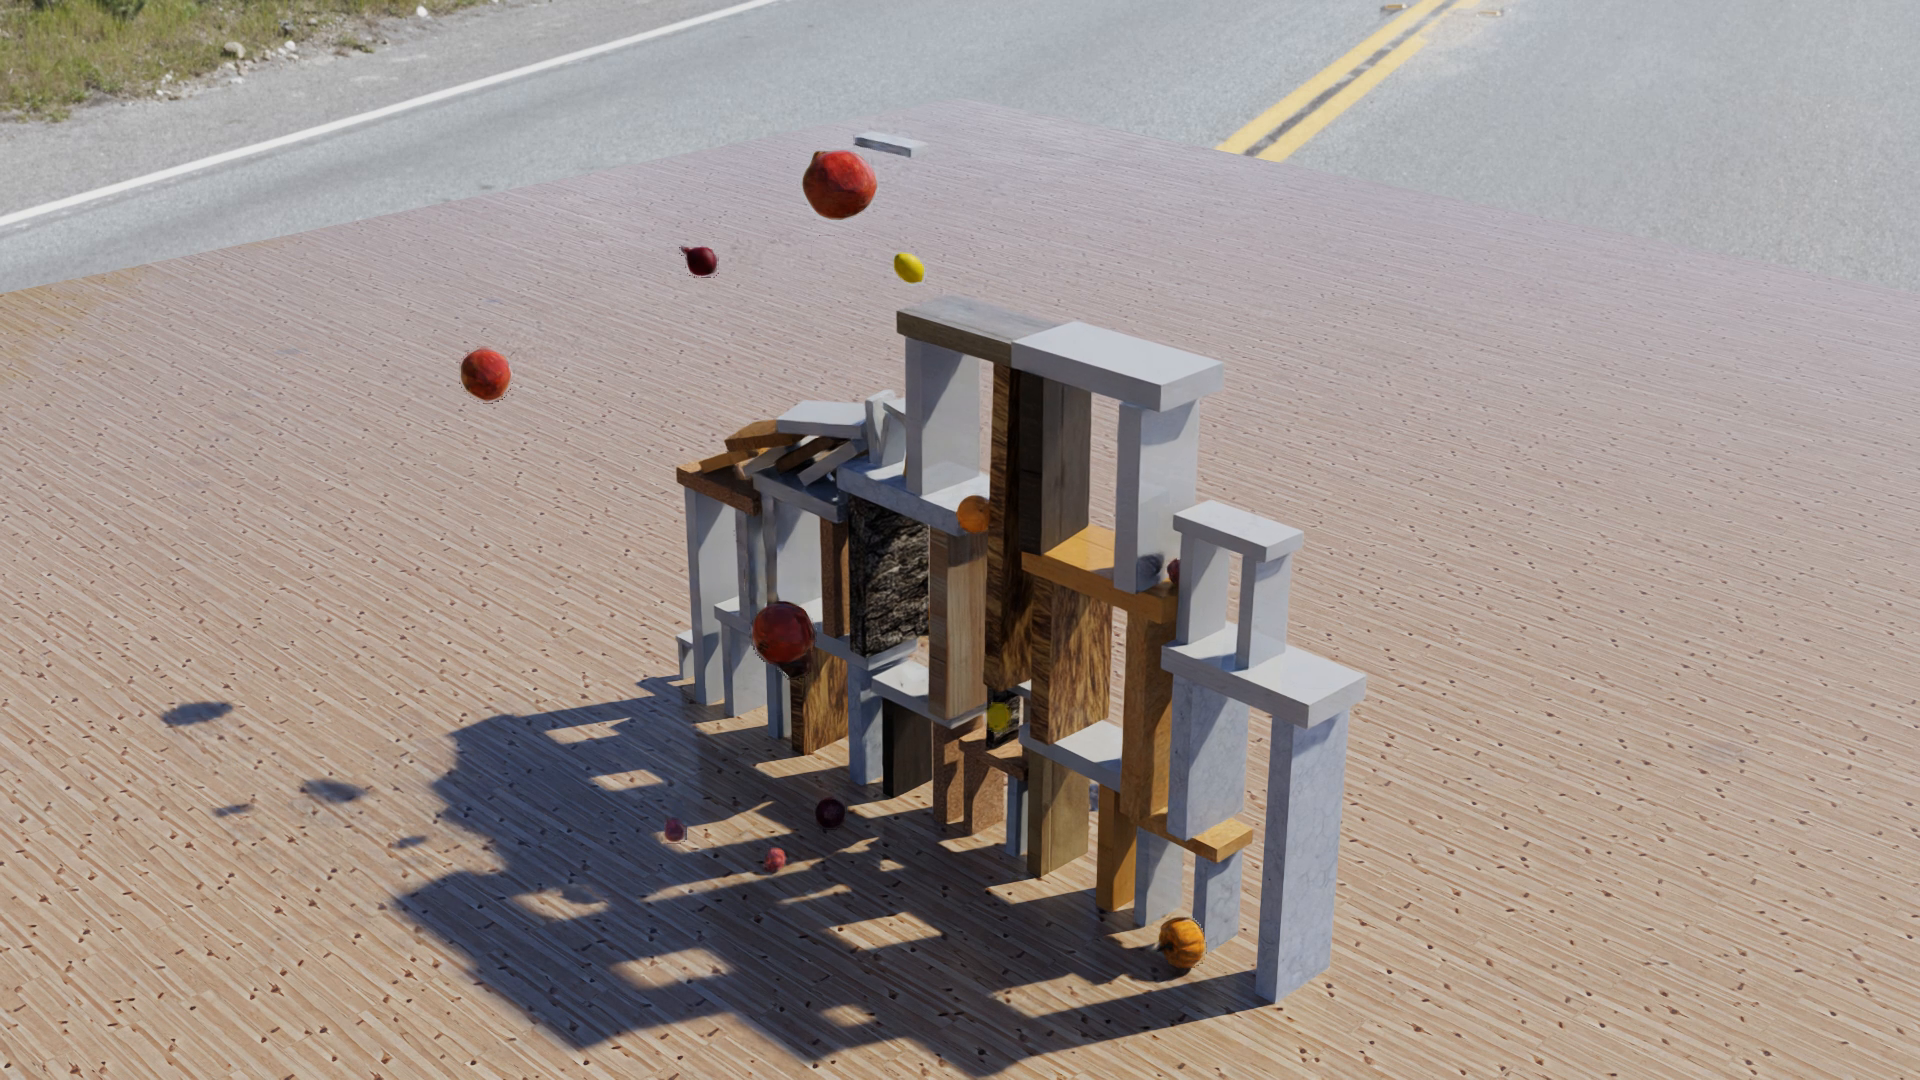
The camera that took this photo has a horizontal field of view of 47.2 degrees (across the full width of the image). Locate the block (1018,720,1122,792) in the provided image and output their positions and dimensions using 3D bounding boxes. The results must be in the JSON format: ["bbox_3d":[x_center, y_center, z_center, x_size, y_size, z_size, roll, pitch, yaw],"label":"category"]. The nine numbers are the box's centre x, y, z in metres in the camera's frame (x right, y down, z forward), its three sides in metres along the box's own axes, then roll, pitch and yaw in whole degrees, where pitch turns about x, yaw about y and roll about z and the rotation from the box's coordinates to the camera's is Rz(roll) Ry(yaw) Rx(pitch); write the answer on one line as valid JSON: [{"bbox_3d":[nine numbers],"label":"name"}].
[{"bbox_3d":[0.251,0.389,4.117,0.133,0.038,0.265,-20,30,-39],"label":"block"}]

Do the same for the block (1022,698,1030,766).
[{"bbox_3d":[0.152,0.357,4.220,0.072,0.143,0.020,-21,32,-41],"label":"block"}]

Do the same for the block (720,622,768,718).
[{"bbox_3d":[-0.468,0.269,4.842,0.112,0.223,0.032,-20,30,-40],"label":"block"}]

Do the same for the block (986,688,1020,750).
[{"bbox_3d":[0.085,0.330,4.281,0.020,0.143,0.072,22,31,40],"label":"block"}]

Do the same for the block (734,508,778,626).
[{"bbox_3d":[-0.411,0.040,4.680,0.130,0.260,0.037,-20,30,-39],"label":"block"}]

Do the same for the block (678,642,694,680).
[{"bbox_3d":[-0.618,0.268,5.011,0.013,0.092,0.046,21,31,41],"label":"block"}]

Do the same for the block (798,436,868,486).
[{"bbox_3d":[-0.231,-0.172,4.403,0.102,0.029,0.203,-33,3,-40],"label":"block"}]

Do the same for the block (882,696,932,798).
[{"bbox_3d":[-0.107,0.407,4.513,0.113,0.225,0.032,-21,31,-41],"label":"block"}]

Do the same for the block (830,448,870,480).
[{"bbox_3d":[-0.153,-0.185,4.422,0.228,0.019,0.067,-30,-8,17],"label":"block"}]

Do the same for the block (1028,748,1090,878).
[{"bbox_3d":[0.191,0.503,4.235,0.133,0.266,0.038,-21,31,-40],"label":"block"}]

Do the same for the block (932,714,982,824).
[{"bbox_3d":[-0.004,0.448,4.416,0.032,0.225,0.112,20,30,39],"label":"block"}]

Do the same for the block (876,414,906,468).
[{"bbox_3d":[-0.128,-0.199,4.272,0.058,0.115,0.016,-20,44,-39],"label":"block"}]

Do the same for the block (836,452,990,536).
[{"bbox_3d":[-0.061,-0.100,4.250,0.172,0.049,0.344,-21,30,-40],"label":"block"}]

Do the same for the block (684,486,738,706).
[{"bbox_3d":[-0.532,0.108,4.846,0.037,0.515,0.130,21,31,41],"label":"block"}]

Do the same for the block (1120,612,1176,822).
[{"bbox_3d":[0.367,0.293,3.957,0.167,0.403,0.047,-21,31,-40],"label":"block"}]

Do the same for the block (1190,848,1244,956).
[{"bbox_3d":[0.466,0.642,3.985,0.029,0.204,0.102,21,31,40],"label":"block"}]

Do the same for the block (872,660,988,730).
[{"bbox_3d":[-0.059,0.308,4.413,0.225,0.032,0.112,22,31,39],"label":"block"}]

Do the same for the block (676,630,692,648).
[{"bbox_3d":[-0.597,0.229,4.970,0.092,0.013,0.046,21,31,41],"label":"block"}]

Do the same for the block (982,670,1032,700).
[{"bbox_3d":[0.119,0.269,4.217,0.143,0.020,0.072,22,31,40],"label":"block"}]

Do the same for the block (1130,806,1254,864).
[{"bbox_3d":[0.418,0.516,3.983,0.102,0.029,0.204,-21,31,-40],"label":"block"}]

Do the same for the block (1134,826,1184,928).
[{"bbox_3d":[0.369,0.605,4.073,0.102,0.204,0.029,-21,31,-41],"label":"block"}]

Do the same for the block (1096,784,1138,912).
[{"bbox_3d":[0.316,0.552,4.121,0.038,0.266,0.133,21,31,41],"label":"block"}]

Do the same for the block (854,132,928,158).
[{"bbox_3d":[-0.139,-0.798,4.432,0.133,0.019,0.067,16,26,24],"label":"block"}]

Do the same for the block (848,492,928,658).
[{"bbox_3d":[-0.142,0.048,4.404,0.049,0.344,0.172,22,31,40],"label":"block"}]

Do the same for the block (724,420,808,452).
[{"bbox_3d":[-0.381,-0.218,4.483,0.190,0.027,0.095,-4,23,41],"label":"block"}]

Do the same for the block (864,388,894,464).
[{"bbox_3d":[-0.152,-0.221,4.298,0.019,0.133,0.067,14,30,34],"label":"block"}]

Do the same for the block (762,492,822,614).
[{"bbox_3d":[-0.348,0.010,4.601,0.131,0.261,0.037,-21,30,-41],"label":"block"}]

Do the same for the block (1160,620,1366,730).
[{"bbox_3d":[0.517,0.225,3.761,0.159,0.045,0.318,-21,31,-40],"label":"block"}]

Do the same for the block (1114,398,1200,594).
[{"bbox_3d":[0.339,-0.092,3.794,0.048,0.337,0.169,19,29,37],"label":"block"}]

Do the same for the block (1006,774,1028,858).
[{"bbox_3d":[0.131,0.524,4.299,0.088,0.176,0.025,-21,32,-41],"label":"block"}]

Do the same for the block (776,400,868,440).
[{"bbox_3d":[-0.253,-0.240,4.370,0.203,0.029,0.102,6,29,32],"label":"block"}]

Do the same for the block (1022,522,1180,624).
[{"bbox_3d":[0.288,0.055,3.942,0.167,0.047,0.333,-21,31,-41],"label":"block"}]

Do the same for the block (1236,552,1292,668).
[{"bbox_3d":[0.515,0.109,3.720,0.100,0.201,0.028,-20,30,-40],"label":"block"}]

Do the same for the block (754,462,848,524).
[{"bbox_3d":[-0.288,-0.104,4.487,0.130,0.037,0.261,-21,31,-40],"label":"block"}]

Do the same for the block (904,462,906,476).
[{"bbox_3d":[-0.075,-0.177,4.222,0.058,0.115,0.016,-21,44,-40],"label":"block"}]

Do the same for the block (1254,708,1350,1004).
[{"bbox_3d":[0.592,0.530,3.806,0.045,0.551,0.159,21,31,41],"label":"block"}]

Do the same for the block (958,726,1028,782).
[{"bbox_3d":[0.091,0.415,4.297,0.088,0.025,0.176,-21,32,-41],"label":"block"}]

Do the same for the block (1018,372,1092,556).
[{"bbox_3d":[0.171,-0.159,3.953,0.048,0.337,0.169,14,27,31],"label":"block"}]

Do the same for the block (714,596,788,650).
[{"bbox_3d":[-0.417,0.172,4.743,0.112,0.032,0.223,-20,30,-39],"label":"block"}]

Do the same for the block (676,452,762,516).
[{"bbox_3d":[-0.472,-0.121,4.681,0.130,0.037,0.260,-21,30,-40],"label":"block"}]

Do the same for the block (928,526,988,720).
[{"bbox_3d":[0.018,0.138,4.266,0.049,0.400,0.172,22,32,40],"label":"block"}]

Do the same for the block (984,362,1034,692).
[{"bbox_3d":[0.124,-0.033,4.076,0.153,0.646,0.043,-18,31,-37],"label":"block"}]

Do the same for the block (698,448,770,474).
[{"bbox_3d":[-0.460,-0.180,4.634,0.095,0.027,0.190,-21,6,-38],"label":"block"}]

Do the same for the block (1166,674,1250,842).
[{"bbox_3d":[0.443,0.361,3.906,0.159,0.318,0.045,-20,30,-39],"label":"block"}]

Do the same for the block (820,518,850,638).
[{"bbox_3d":[-0.222,0.059,4.486,0.037,0.261,0.130,21,31,40],"label":"block"}]

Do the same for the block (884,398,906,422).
[{"bbox_3d":[-0.094,-0.245,4.214,0.058,0.016,0.115,-13,26,-28],"label":"block"}]

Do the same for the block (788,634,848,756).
[{"bbox_3d":[-0.297,0.308,4.682,0.039,0.275,0.137,21,31,40],"label":"block"}]

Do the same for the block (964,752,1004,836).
[{"bbox_3d":[0.047,0.491,4.377,0.025,0.176,0.088,21,31,41],"label":"block"}]

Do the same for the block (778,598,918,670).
[{"bbox_3d":[-0.233,0.190,4.561,0.274,0.039,0.137,21,31,40],"label":"block"}]

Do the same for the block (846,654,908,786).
[{"bbox_3d":[-0.168,0.359,4.563,0.039,0.274,0.137,21,31,41],"label":"block"}]

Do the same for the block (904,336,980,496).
[{"bbox_3d":[-0.032,-0.249,4.149,0.153,0.305,0.043,-21,31,-40],"label":"block"}]

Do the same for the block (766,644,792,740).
[{"bbox_3d":[-0.364,0.309,4.747,0.112,0.223,0.032,-21,31,-40],"label":"block"}]

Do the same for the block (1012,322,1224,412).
[{"bbox_3d":[0.270,-0.302,3.798,0.338,0.048,0.169,21,31,40],"label":"block"}]

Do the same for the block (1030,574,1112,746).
[{"bbox_3d":[0.208,0.200,4.087,0.166,0.333,0.047,-20,31,-40],"label":"block"}]

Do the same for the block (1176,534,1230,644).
[{"bbox_3d":[0.422,0.071,3.808,0.100,0.201,0.028,-19,30,-40],"label":"block"}]

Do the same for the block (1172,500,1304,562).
[{"bbox_3d":[0.470,-0.016,3.721,0.100,0.028,0.201,-20,30,-41],"label":"block"}]

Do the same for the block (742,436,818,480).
[{"bbox_3d":[-0.368,-0.178,4.559,0.095,0.027,0.190,-22,-3,-35],"label":"block"}]

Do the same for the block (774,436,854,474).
[{"bbox_3d":[-0.279,-0.189,4.467,0.102,0.029,0.203,-22,-2,-41],"label":"block"}]

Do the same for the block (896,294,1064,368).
[{"bbox_3d":[0.045,-0.383,4.017,0.305,0.043,0.153,21,30,40],"label":"block"}]
